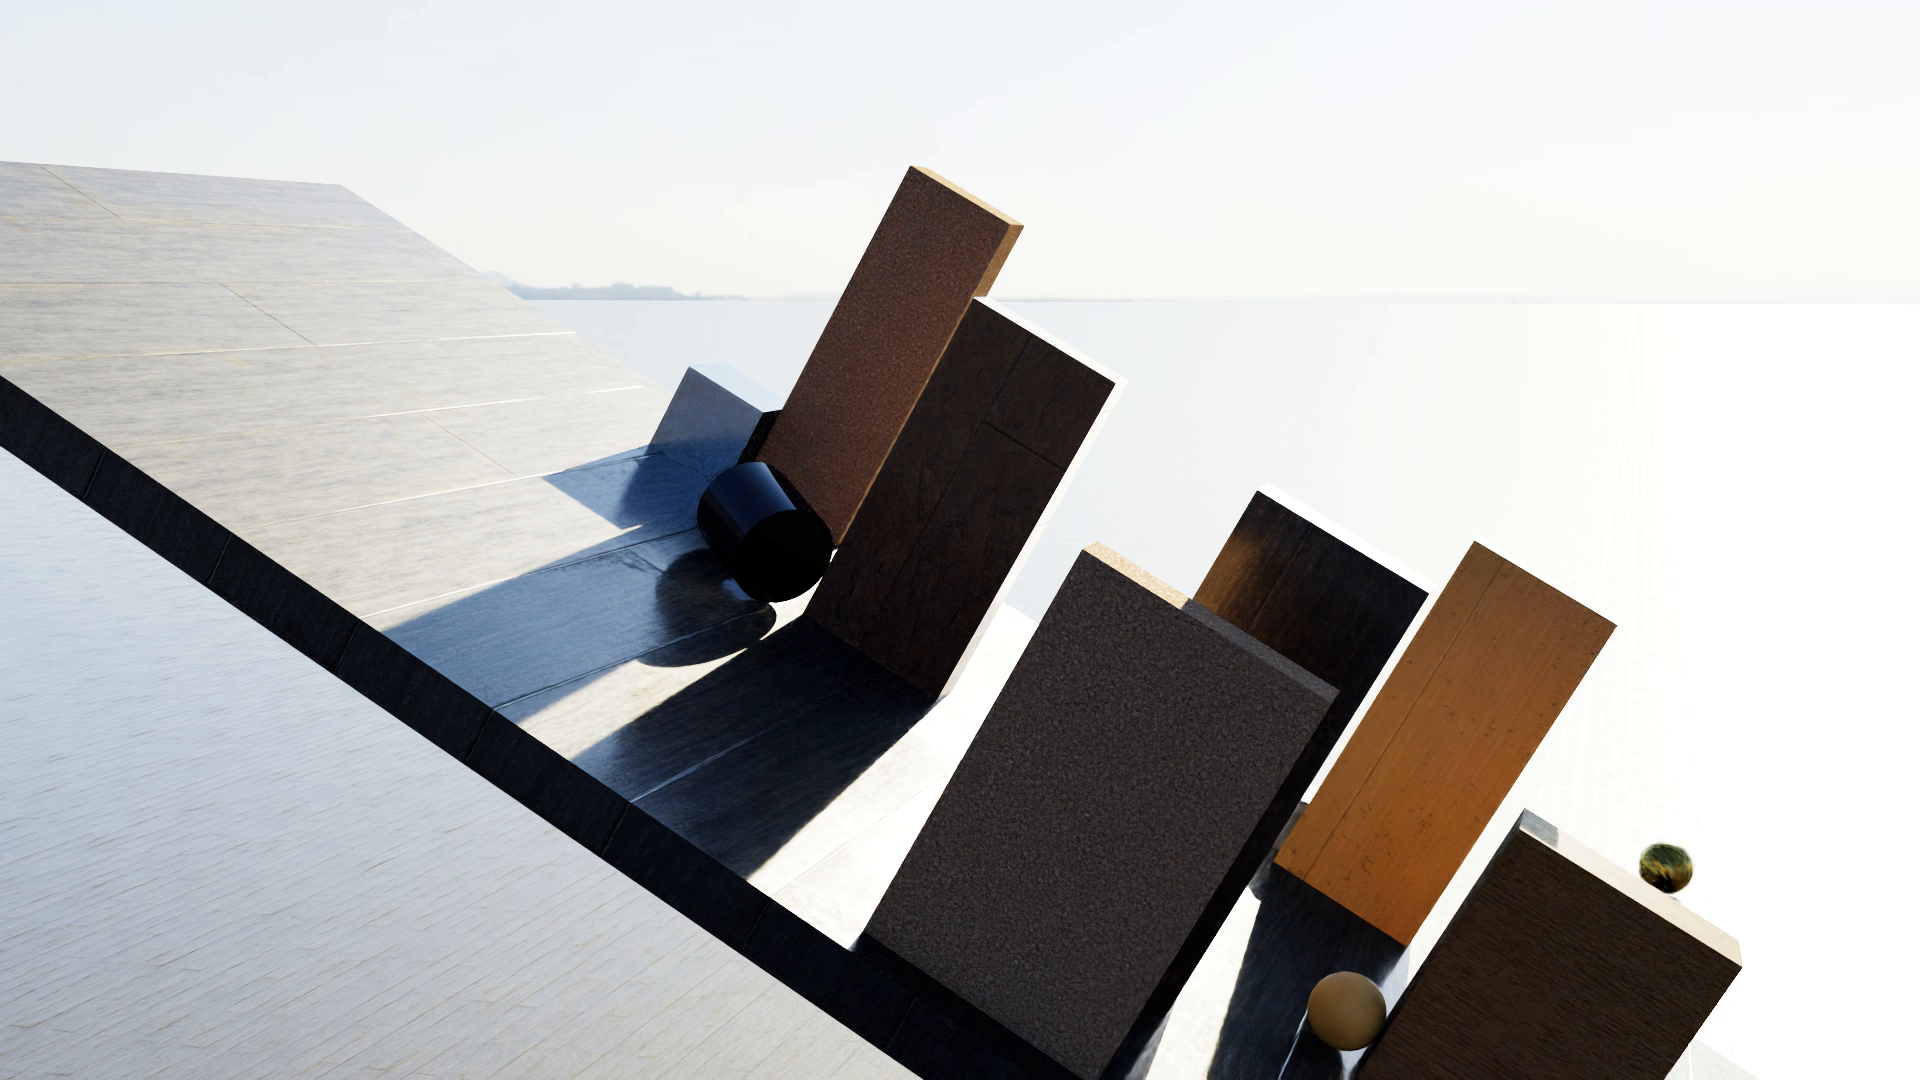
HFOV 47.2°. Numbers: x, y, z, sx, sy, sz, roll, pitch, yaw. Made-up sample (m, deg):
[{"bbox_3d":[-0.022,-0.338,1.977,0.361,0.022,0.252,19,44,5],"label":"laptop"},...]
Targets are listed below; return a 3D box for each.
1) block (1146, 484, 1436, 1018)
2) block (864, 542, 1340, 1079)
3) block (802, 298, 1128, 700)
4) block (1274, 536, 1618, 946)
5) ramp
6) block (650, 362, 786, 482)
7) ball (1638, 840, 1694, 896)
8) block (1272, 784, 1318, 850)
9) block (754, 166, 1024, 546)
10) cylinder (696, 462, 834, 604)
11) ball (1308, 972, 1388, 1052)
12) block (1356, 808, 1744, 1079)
[{"bbox_3d":[0.398,0.329,3.414,0.297,0.789,0.103,32,15,11],"label":"block"},{"bbox_3d":[0.191,0.386,3.100,0.395,0.653,0.090,32,15,11],"label":"block"},{"bbox_3d":[0.005,-0.078,4.222,0.316,0.707,0.102,32,15,11],"label":"block"},{"bbox_3d":[0.942,0.394,4.294,0.308,0.756,0.088,32,15,11],"label":"block"},{"bbox_3d":[-0.191,0.316,4.132,4.000,0.100,2.000,32,15,11],"label":"ramp"},{"bbox_3d":[-0.521,-0.253,4.846,0.197,0.197,0.197,32,15,11],"label":"block"},{"bbox_3d":[2.110,0.979,6.574,0.163,0.163,0.163,0,7,0],"label":"ball"},{"bbox_3d":[0.694,0.570,4.512,0.116,0.116,0.116,23,16,-24],"label":"block"},{"bbox_3d":[-0.171,-0.398,4.793,0.255,0.799,0.116,32,15,11],"label":"block"},{"bbox_3d":[-0.382,-0.016,4.288,0.204,0.204,0.204,-4,30,-28],"label":"cylinder"},{"bbox_3d":[0.644,0.784,3.657,0.131,0.131,0.131,0,7,0],"label":"ball"},{"bbox_3d":[0.952,0.762,3.571,0.393,0.501,0.147,32,15,11],"label":"block"}]
